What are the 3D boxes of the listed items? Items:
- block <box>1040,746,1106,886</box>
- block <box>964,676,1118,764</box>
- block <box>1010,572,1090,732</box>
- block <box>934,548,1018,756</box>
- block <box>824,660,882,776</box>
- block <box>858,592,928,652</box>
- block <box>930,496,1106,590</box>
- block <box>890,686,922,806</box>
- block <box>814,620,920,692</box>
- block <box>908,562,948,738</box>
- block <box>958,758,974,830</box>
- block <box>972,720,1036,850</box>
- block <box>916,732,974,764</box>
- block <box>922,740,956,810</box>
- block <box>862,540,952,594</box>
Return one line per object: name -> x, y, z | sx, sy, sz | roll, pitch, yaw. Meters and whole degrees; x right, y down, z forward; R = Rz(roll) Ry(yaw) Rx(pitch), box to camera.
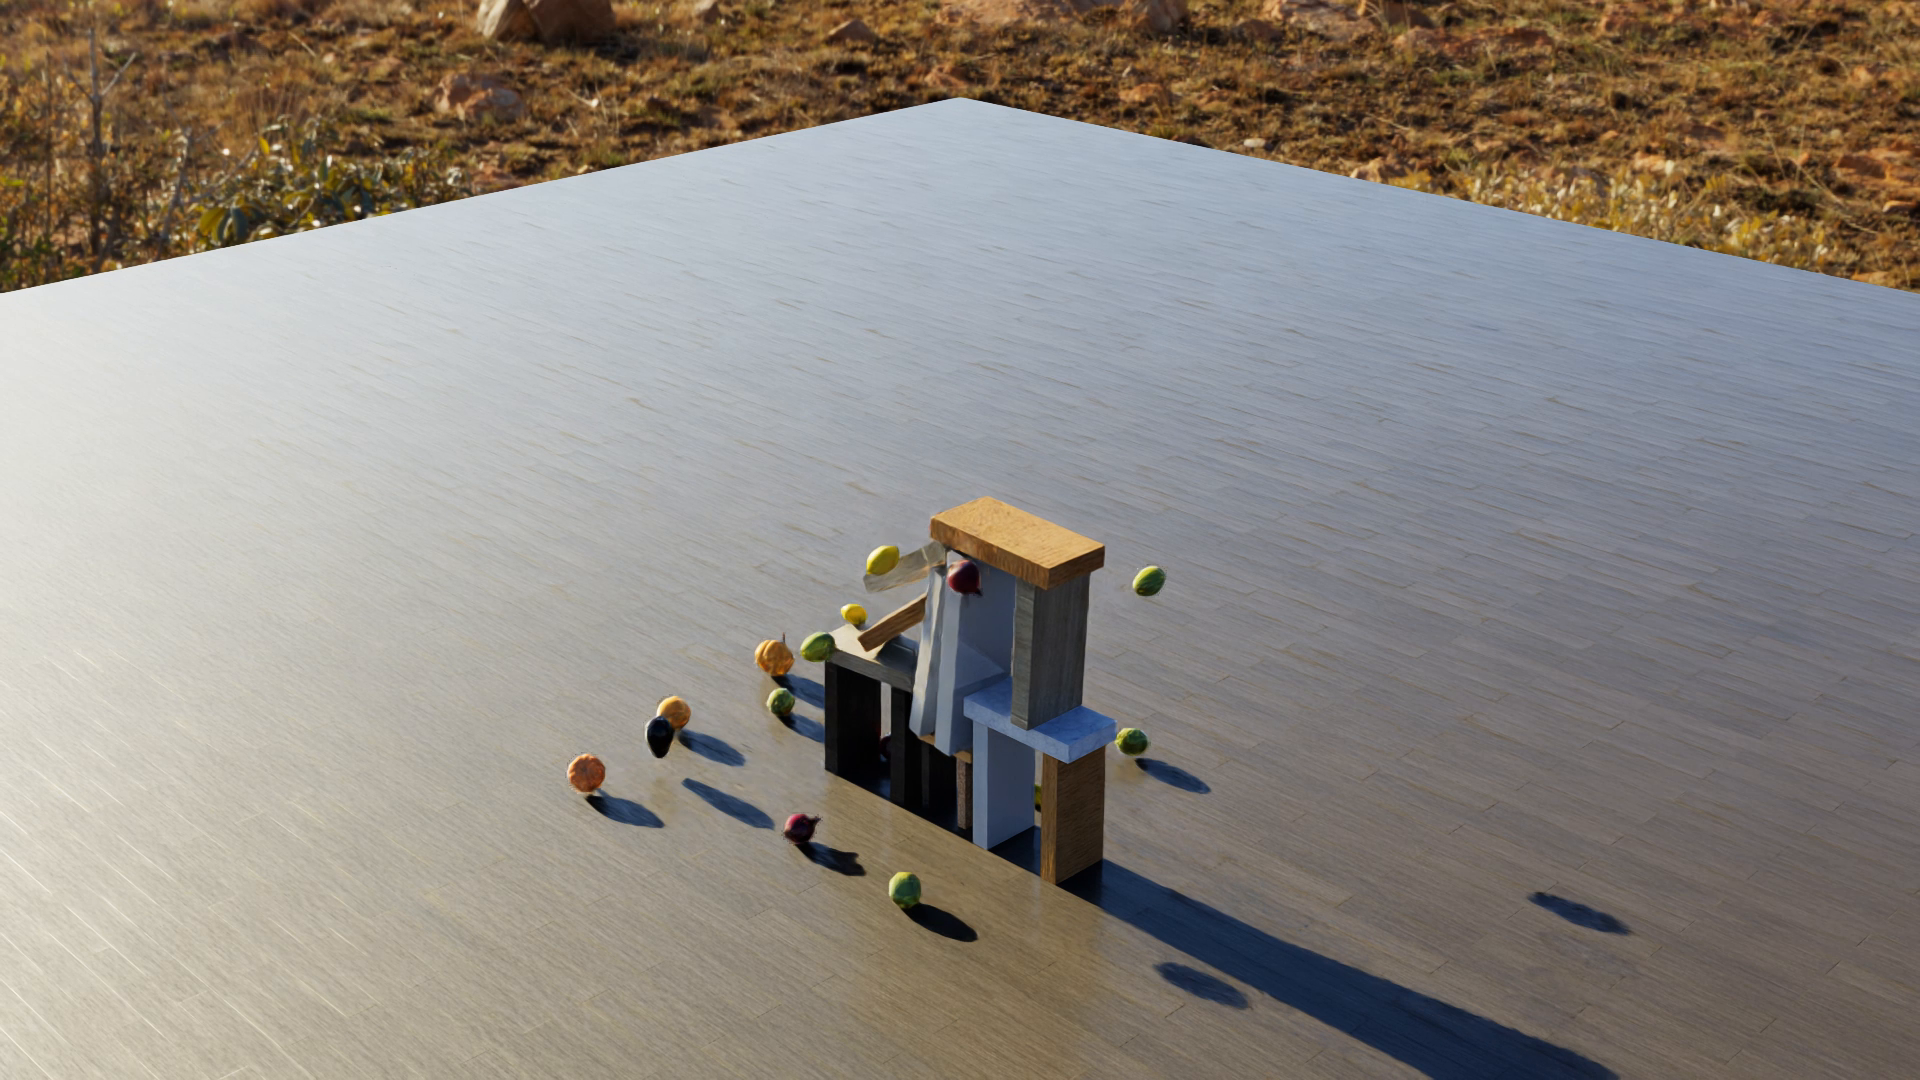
block -> 0.217, 0.510, 4.209 | 0.039, 0.274, 0.137 | 21, 31, 41
block -> 0.152, 0.341, 4.207 | 0.274, 0.039, 0.137 | 21, 31, 41
block -> 0.169, 0.192, 4.117 | 0.153, 0.305, 0.043 | -21, 34, -41
block -> 0.035, 0.200, 4.270 | 0.153, 0.441, 0.043 | -19, 35, -38
block -> -0.224, 0.349, 4.603 | 0.037, 0.262, 0.131 | 21, 30, 37
block -> -0.074, 0.135, 4.424 | 0.264, 0.037, 0.132 | -31, 2, 30
block -> 0.105, 0.002, 4.107 | 0.153, 0.043, 0.305 | -21, 33, -40
block -> -0.086, 0.398, 4.487 | 0.037, 0.262, 0.131 | 18, 29, 34
block -> -0.156, 0.235, 4.486 | 0.262, 0.037, 0.131 | 18, 28, 36
block -> -0.016, 0.207, 4.326 | 0.132, 0.386, 0.037 | -16, 40, -34
block -> 0.031, 0.494, 4.398 | 0.077, 0.155, 0.022 | -21, 31, -40
block -> 0.088, 0.460, 4.327 | 0.039, 0.274, 0.137 | 21, 31, 41
block -> -0.006, 0.399, 4.397 | 0.077, 0.022, 0.155 | -21, 31, -40
block -> -0.042, 0.465, 4.465 | 0.077, 0.155, 0.022 | -21, 31, -40
block -> -0.061, 0.041, 4.299 | 0.132, 0.037, 0.264 | -13, -8, -40
